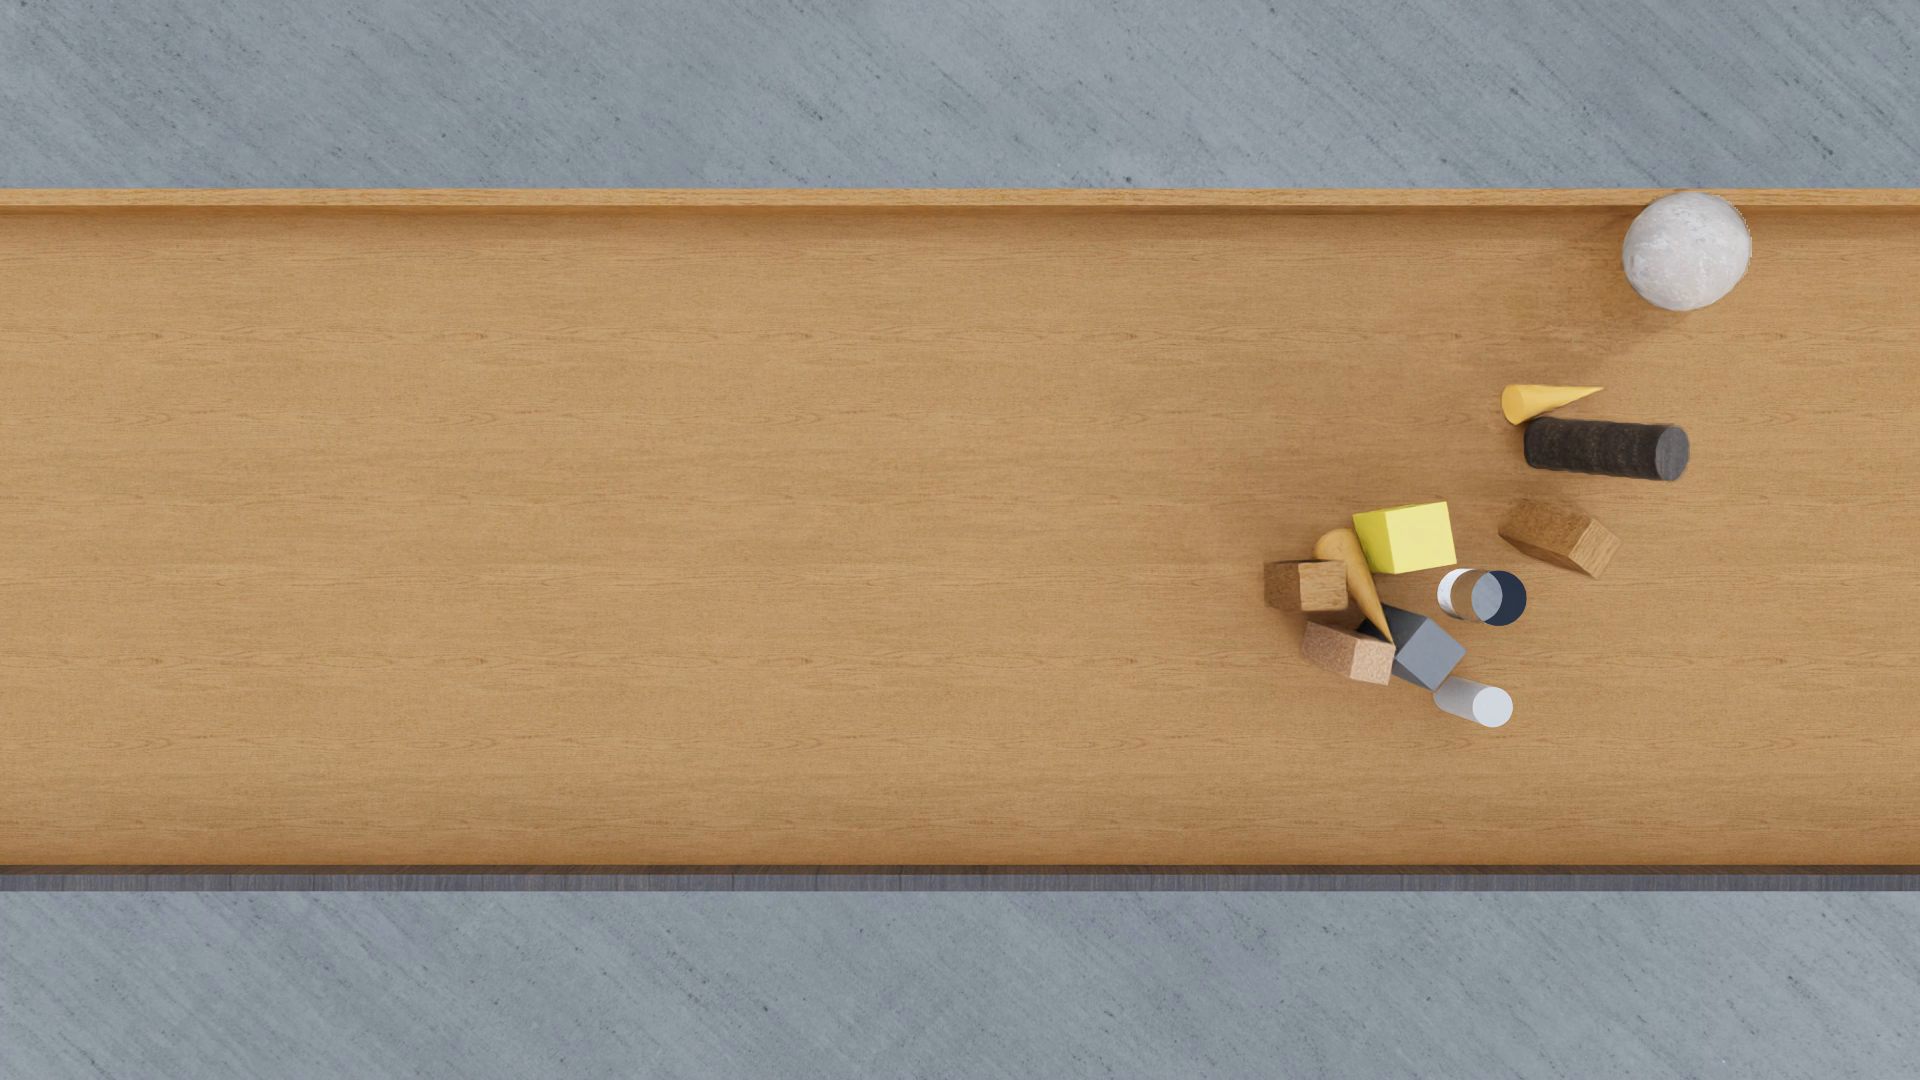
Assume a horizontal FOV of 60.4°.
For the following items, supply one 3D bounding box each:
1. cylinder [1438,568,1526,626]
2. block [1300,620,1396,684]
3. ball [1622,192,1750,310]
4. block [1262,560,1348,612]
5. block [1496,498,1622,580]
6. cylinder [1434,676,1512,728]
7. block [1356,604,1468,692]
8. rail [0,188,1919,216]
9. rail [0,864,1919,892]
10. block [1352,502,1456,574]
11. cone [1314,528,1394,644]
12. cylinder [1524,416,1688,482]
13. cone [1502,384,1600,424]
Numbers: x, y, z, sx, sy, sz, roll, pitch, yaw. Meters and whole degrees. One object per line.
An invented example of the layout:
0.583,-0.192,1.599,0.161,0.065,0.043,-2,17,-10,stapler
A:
1.549,0.167,4.908,0.160,0.336,0.160,0,90,0,cylinder
1.136,0.328,4.852,0.115,0.433,0.115,10,93,-7,block
2.110,-0.839,4.801,0.341,0.341,0.341,0,90,0,ball
1.018,0.132,4.882,0.135,0.379,0.135,-4,90,-5,block
1.774,-0.009,4.899,0.132,0.330,0.132,33,90,-22,block
1.513,0.474,4.880,0.114,0.393,0.114,0,90,0,cylinder
1.311,0.310,4.857,0.150,0.428,0.150,40,90,-5,block
-2.247,-1.025,5.002,12.000,0.150,0.050,0,90,0,rail
-2.247,1.025,5.001,12.000,0.150,0.050,0,90,0,rail
1.315,-0.006,4.900,0.180,0.349,0.180,-10,90,-2,block
1.192,0.163,4.858,0.148,0.450,0.148,-7,130,-9,cone
1.892,-0.270,4.849,0.159,0.443,0.159,-5,100,-33,cylinder
1.834,-0.441,5.047,0.316,0.122,0.122,-11,90,-12,cone
